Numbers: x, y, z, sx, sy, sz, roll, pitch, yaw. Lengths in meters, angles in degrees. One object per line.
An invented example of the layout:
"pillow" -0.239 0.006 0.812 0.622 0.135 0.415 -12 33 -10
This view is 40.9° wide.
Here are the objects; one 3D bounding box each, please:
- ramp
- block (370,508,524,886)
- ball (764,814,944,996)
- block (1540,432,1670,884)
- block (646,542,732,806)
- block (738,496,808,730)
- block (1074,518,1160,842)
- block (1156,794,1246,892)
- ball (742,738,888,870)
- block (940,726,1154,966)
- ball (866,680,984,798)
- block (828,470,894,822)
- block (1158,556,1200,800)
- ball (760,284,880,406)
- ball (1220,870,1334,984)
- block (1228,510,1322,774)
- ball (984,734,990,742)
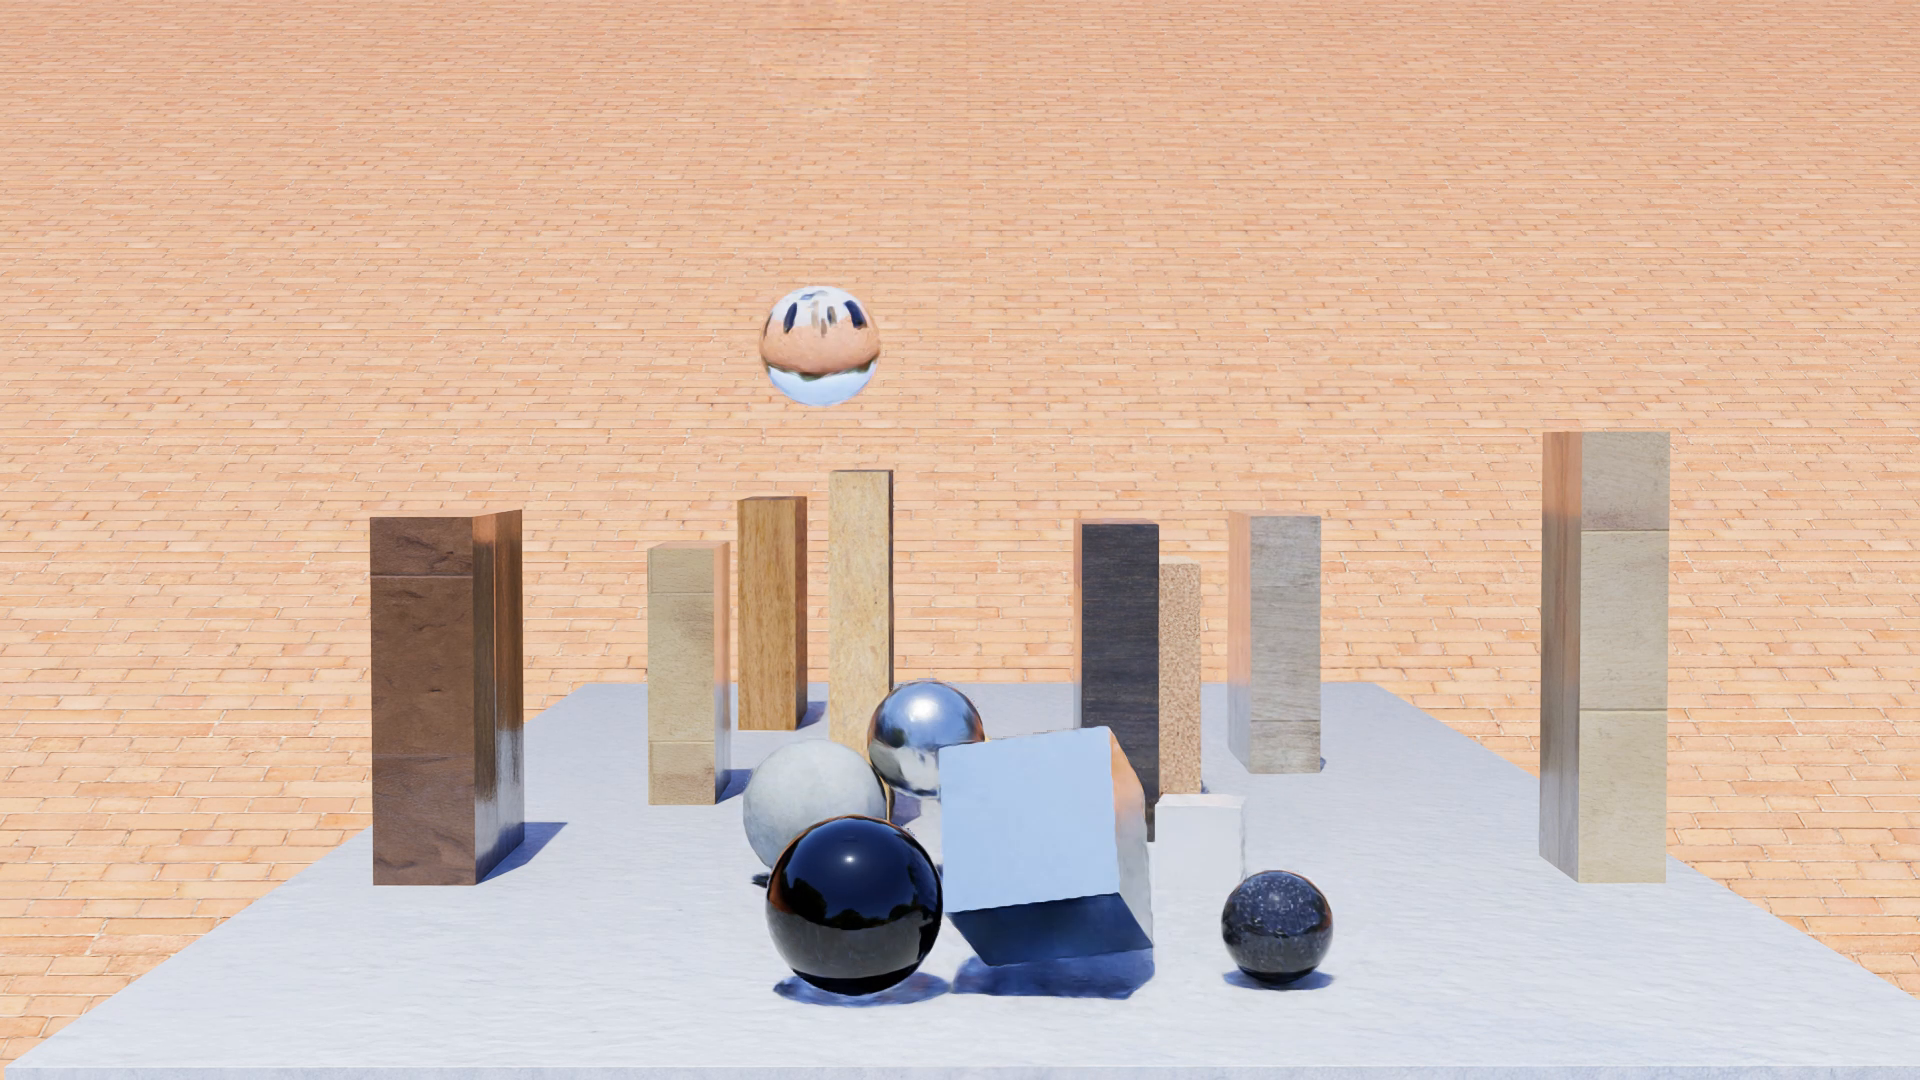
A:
"ramp" 0.054 0.491 4.542 2.000 0.100 4.000 0 2 0
"block" -0.743 0.216 3.764 0.142 0.512 0.408 0 2 0
"ball" -0.118 0.406 2.869 0.200 0.200 0.200 0 24 0
"block" 0.921 0.159 3.692 0.122 0.628 0.241 0 2 0
"block" -0.471 0.225 4.505 0.112 0.434 0.320 0 2 0
"block" -0.410 0.152 5.673 0.122 0.489 0.442 0 2 0
"block" 0.245 0.214 4.071 0.118 0.489 0.272 0 2 0
"block" 0.336 0.420 3.582 0.116 0.116 0.116 0 2 10
"ball" -0.202 0.377 3.583 0.202 0.202 0.202 0 24 0
"block" 0.100 0.353 2.942 0.197 0.197 0.197 -9 62 13
"ball" -0.048 0.278 3.586 0.164 0.164 0.164 0 24 0
"block" -0.158 0.171 4.184 0.093 0.568 0.349 0 2 0
"block" 0.340 0.238 4.487 0.129 0.409 0.293 0 2 0
"ball" -0.158 -0.219 2.902 0.137 0.137 0.137 0 24 0
"ball" 0.361 0.439 2.927 0.129 0.129 0.129 0 24 0
"block" 0.601 0.186 4.954 0.130 0.477 0.395 0 2 0
"ball" -0.004 0.380 4.431 0.131 0.131 0.131 0 24 0
